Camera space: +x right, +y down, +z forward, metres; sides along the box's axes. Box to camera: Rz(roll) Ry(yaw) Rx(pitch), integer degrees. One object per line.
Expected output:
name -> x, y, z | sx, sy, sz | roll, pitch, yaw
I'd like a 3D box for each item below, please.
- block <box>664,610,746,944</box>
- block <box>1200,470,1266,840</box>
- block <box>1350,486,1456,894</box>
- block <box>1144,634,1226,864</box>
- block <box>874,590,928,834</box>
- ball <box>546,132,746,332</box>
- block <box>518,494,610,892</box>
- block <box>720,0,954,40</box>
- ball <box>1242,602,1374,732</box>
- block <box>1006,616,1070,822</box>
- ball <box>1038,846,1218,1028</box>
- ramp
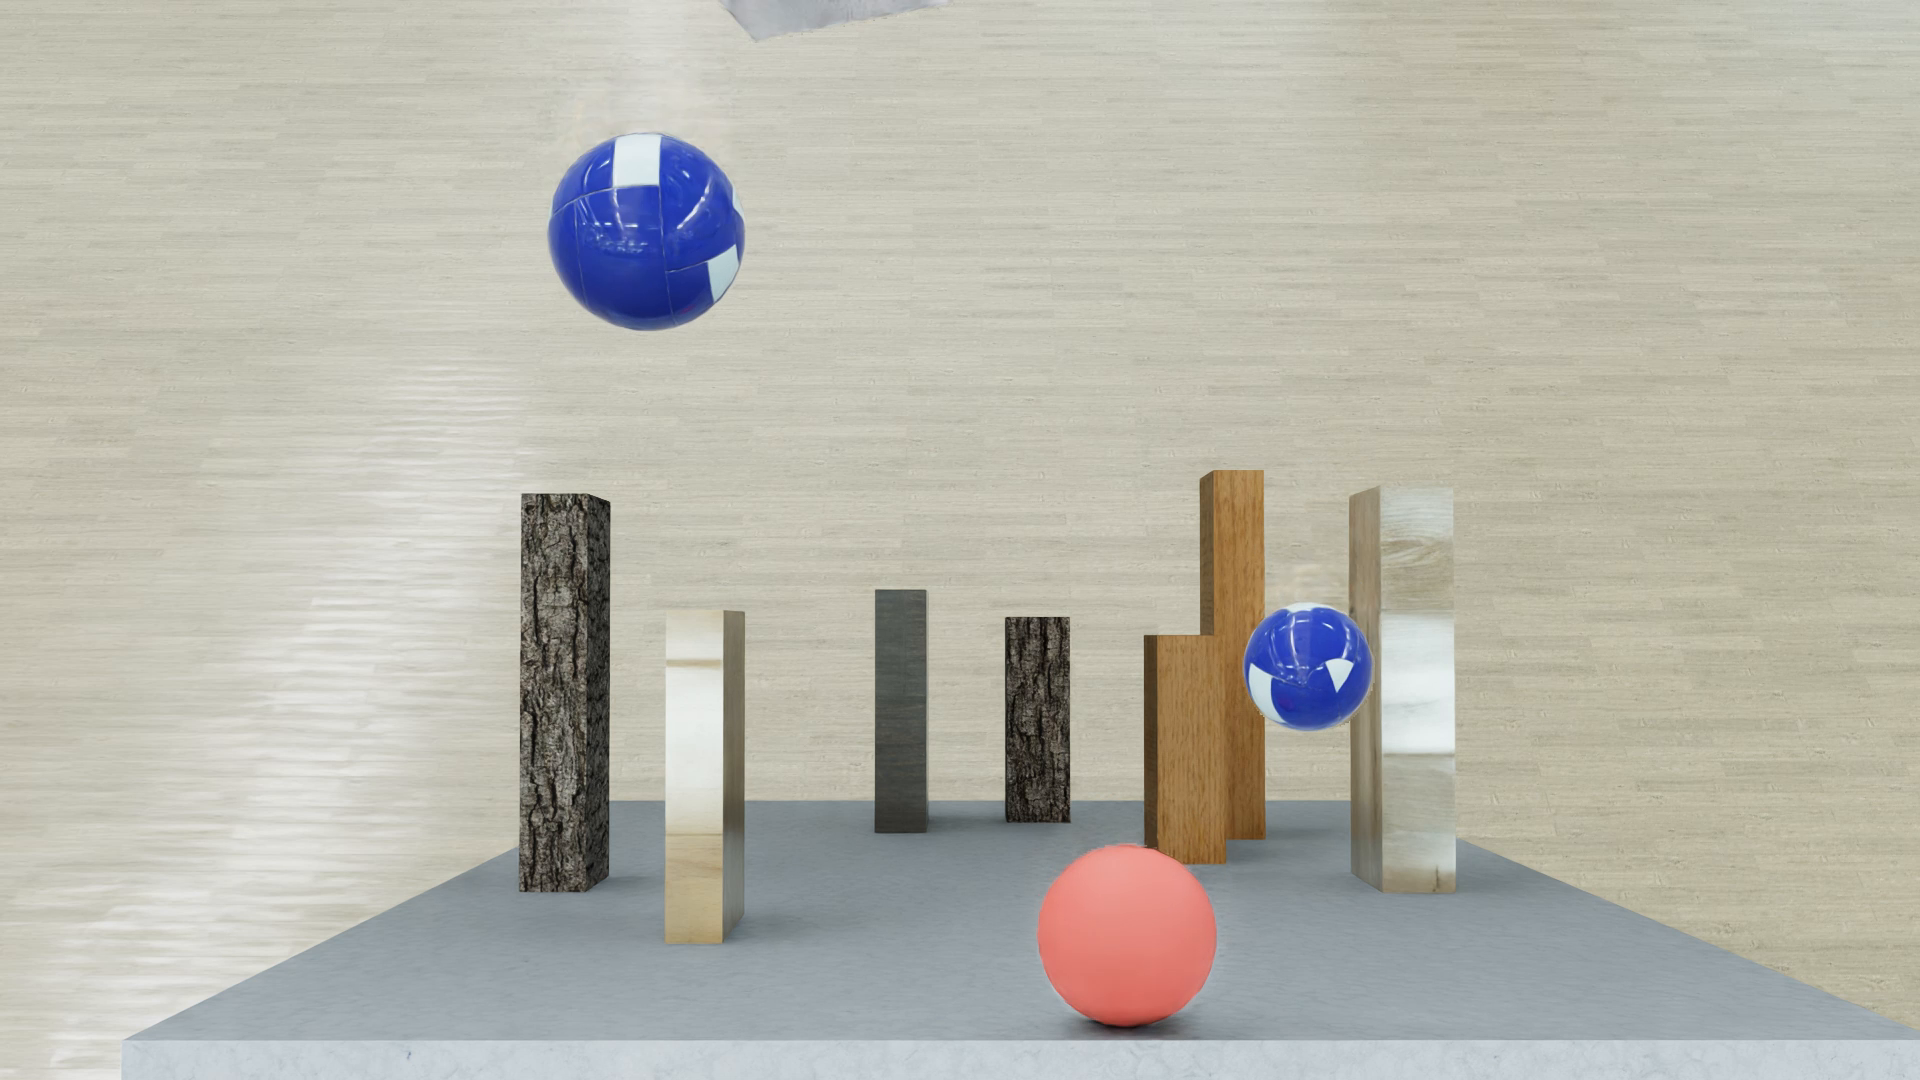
block -> -0.384, 0.347, 3.941 | 0.082, 0.480, 0.385 | 0, -2, 0
block -> 0.602, 0.252, 5.763 | 0.108, 0.795, 0.332 | 0, -2, 0
block -> 0.786, 0.261, 4.642 | 0.125, 0.699, 0.361 | 0, -2, 0
block -> 0.447, 0.410, 5.197 | 0.131, 0.440, 0.372 | 0, -2, 0
block -> -0.132, 0.387, 5.986 | 0.115, 0.540, 0.439 | 0, -2, 0
ball -> -0.281, -0.276, 2.329 | 0.177, 0.177, 0.177 | 0, 35, 0
block -> -0.701, 0.268, 4.627 | 0.115, 0.686, 0.298 | 0, -2, 0
block -> -0.116, -0.524, 2.042 | 0.172, 0.172, 0.172 | -7, 72, 18
ball -> 0.416, 0.152, 3.105 | 0.154, 0.154, 0.154 | 0, 35, 0
block -> 0.184, 0.424, 6.199 | 0.148, 0.481, 0.243 | 0, -2, 0
ball -> 0.190, 0.451, 2.963 | 0.205, 0.205, 0.205 | 0, 35, 0
ramp -> 0.078, 0.669, 4.853 | 2.000, 0.100, 4.000 | 0, -2, 0
